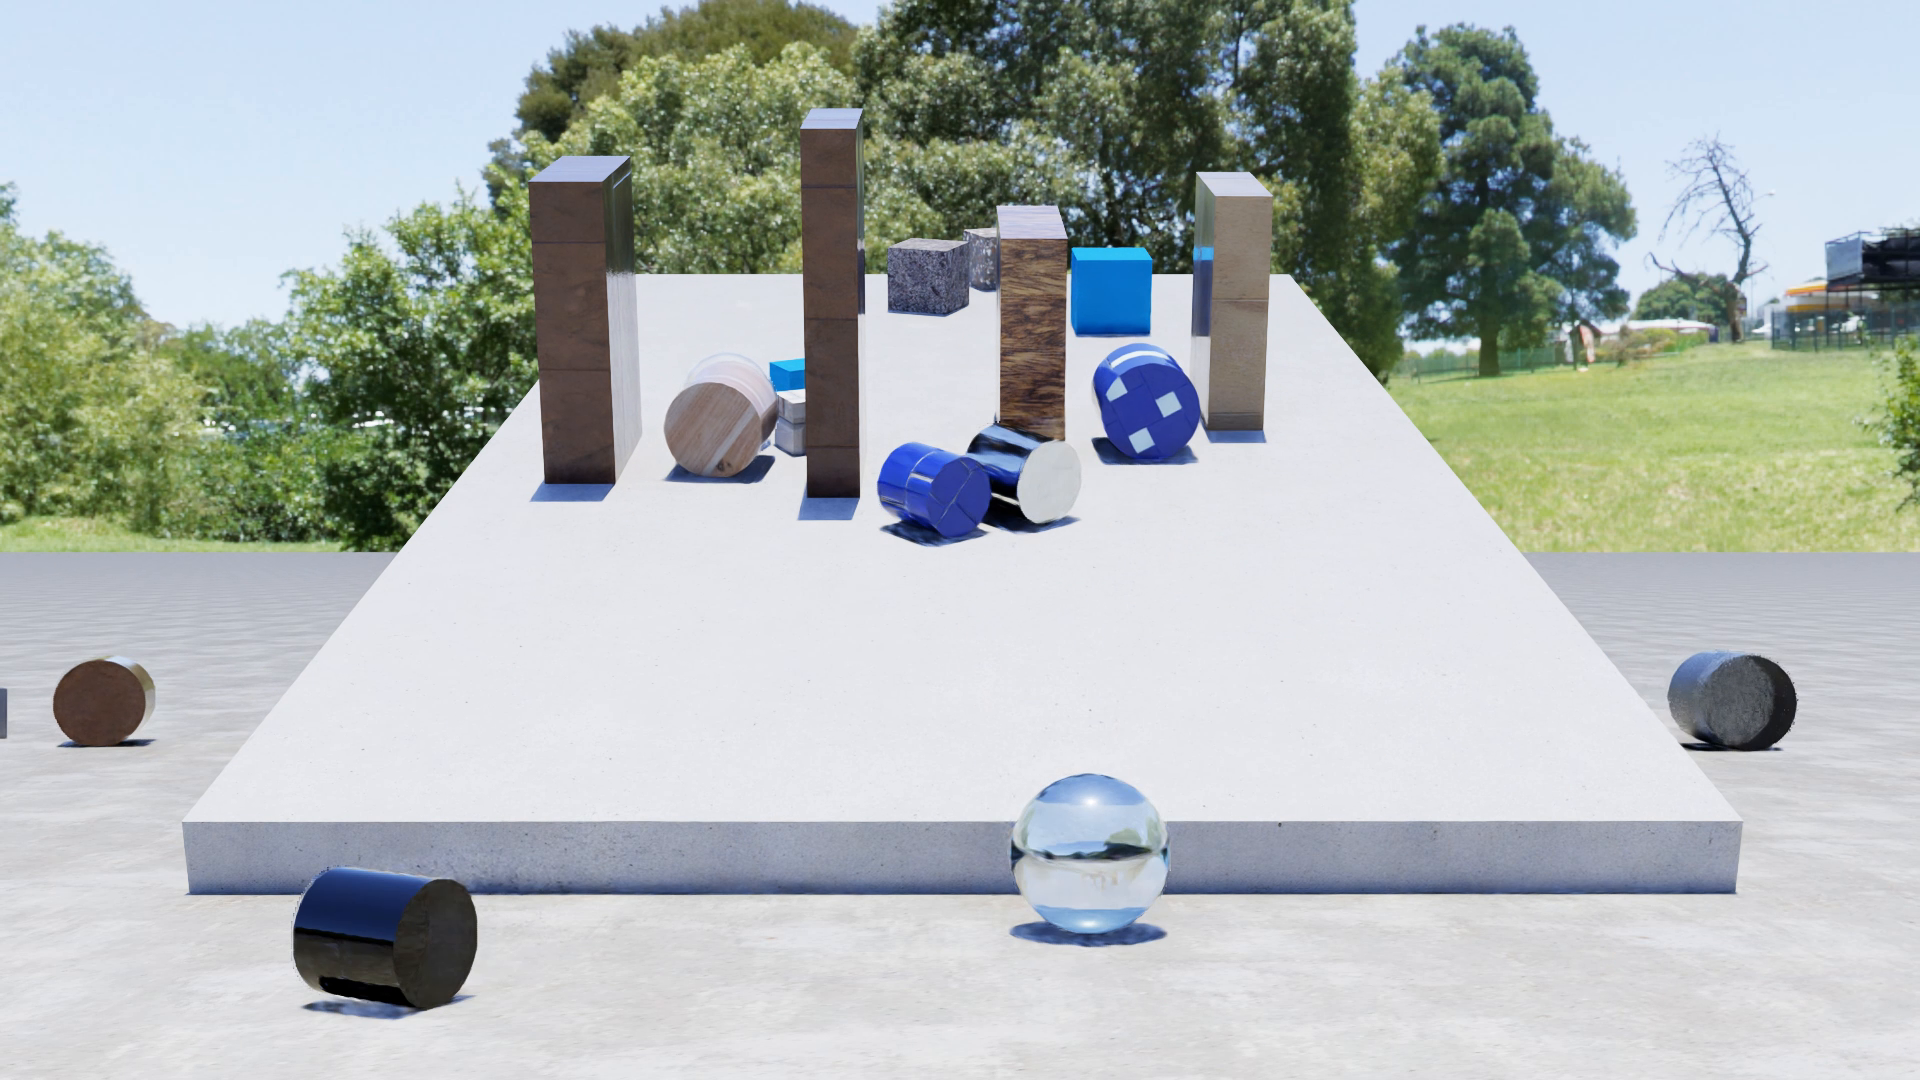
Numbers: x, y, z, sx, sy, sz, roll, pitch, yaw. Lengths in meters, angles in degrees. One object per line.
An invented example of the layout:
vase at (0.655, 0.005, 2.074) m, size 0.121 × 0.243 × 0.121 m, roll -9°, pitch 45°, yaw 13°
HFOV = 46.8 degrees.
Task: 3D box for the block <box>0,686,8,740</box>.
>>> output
block at (-2.292, 0.403, 5.163) m, size 0.117 × 0.117 × 0.117 m, roll 0°, pitch 0°, yaw -35°

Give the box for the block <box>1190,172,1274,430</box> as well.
block at (0.598, -0.537, 4.931) m, size 0.122 × 0.508 × 0.385 m, roll 0°, pitch 17°, yaw 0°

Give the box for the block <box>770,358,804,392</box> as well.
block at (-0.355, -0.341, 4.974) m, size 0.107 × 0.107 × 0.107 m, roll -9°, pitch 19°, yaw -28°

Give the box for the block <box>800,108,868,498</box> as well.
block at (-0.245, -0.472, 4.367) m, size 0.103 × 0.708 × 0.353 m, roll 0°, pitch 17°, yaw 0°

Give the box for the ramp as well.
ramp at (-0.003, -0.171, 4.771) m, size 2.000 × 0.100 × 4.000 m, roll 0°, pitch 17°, yaw 0°

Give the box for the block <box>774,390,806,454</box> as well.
block at (-0.320, -0.251, 4.671) m, size 0.110 × 0.110 × 0.110 m, roll -8°, pitch 19°, yaw -25°

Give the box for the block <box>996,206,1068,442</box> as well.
block at (0.147, -0.446, 4.710) m, size 0.133 × 0.461 × 0.449 m, roll 0°, pitch 17°, yaw 0°

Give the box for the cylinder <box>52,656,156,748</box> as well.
cylinder at (-1.936, 0.364, 5.028) m, size 0.195 × 0.195 × 0.195 m, roll 0°, pitch 0°, yaw -13°

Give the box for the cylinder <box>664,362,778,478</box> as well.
cylinder at (-0.483, -0.246, 4.504) m, size 0.197 × 0.197 × 0.197 m, roll 0°, pitch 17°, yaw 5°

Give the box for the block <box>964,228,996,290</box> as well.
block at (0.111, -0.824, 6.489) m, size 0.154 × 0.154 × 0.154 m, roll -7°, pitch 18°, yaw -23°

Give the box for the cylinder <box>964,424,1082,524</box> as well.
cylinder at (0.116, -0.124, 4.164) m, size 0.160 × 0.160 × 0.160 m, roll 0°, pitch 13°, yaw -41°

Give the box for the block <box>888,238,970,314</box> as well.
block at (-0.087, -0.732, 6.153) m, size 0.174 × 0.174 × 0.174 m, roll 7°, pitch 18°, yaw 21°

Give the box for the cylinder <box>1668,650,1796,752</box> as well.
cylinder at (1.717, 0.356, 4.941) m, size 0.210 × 0.210 × 0.210 m, roll 0°, pitch 0°, yaw -2°

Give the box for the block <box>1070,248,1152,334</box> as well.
block at (0.399, -0.661, 5.883) m, size 0.195 × 0.195 × 0.195 m, roll 0°, pitch 17°, yaw -2°

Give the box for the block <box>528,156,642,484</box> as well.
block at (-0.753, -0.454, 4.499) m, size 0.141 × 0.597 × 0.392 m, roll 0°, pitch 17°, yaw 0°

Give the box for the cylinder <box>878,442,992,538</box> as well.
cylinder at (-0.048, -0.093, 4.081) m, size 0.149 × 0.149 × 0.149 m, roll 0°, pitch 13°, yaw -40°

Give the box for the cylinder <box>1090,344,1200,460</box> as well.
cylinder at (0.386, -0.291, 4.647) m, size 0.204 × 0.204 × 0.204 m, roll 0°, pitch 17°, yaw -3°

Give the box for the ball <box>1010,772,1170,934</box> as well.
ball at (0.150, 0.362, 2.568) m, size 0.185 × 0.185 × 0.185 m, roll 0°, pitch 0°, yaw 0°

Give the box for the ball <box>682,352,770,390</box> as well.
ball at (-0.492, -0.300, 4.692) m, size 0.191 × 0.191 × 0.191 m, roll 0°, pitch 0°, yaw 0°
